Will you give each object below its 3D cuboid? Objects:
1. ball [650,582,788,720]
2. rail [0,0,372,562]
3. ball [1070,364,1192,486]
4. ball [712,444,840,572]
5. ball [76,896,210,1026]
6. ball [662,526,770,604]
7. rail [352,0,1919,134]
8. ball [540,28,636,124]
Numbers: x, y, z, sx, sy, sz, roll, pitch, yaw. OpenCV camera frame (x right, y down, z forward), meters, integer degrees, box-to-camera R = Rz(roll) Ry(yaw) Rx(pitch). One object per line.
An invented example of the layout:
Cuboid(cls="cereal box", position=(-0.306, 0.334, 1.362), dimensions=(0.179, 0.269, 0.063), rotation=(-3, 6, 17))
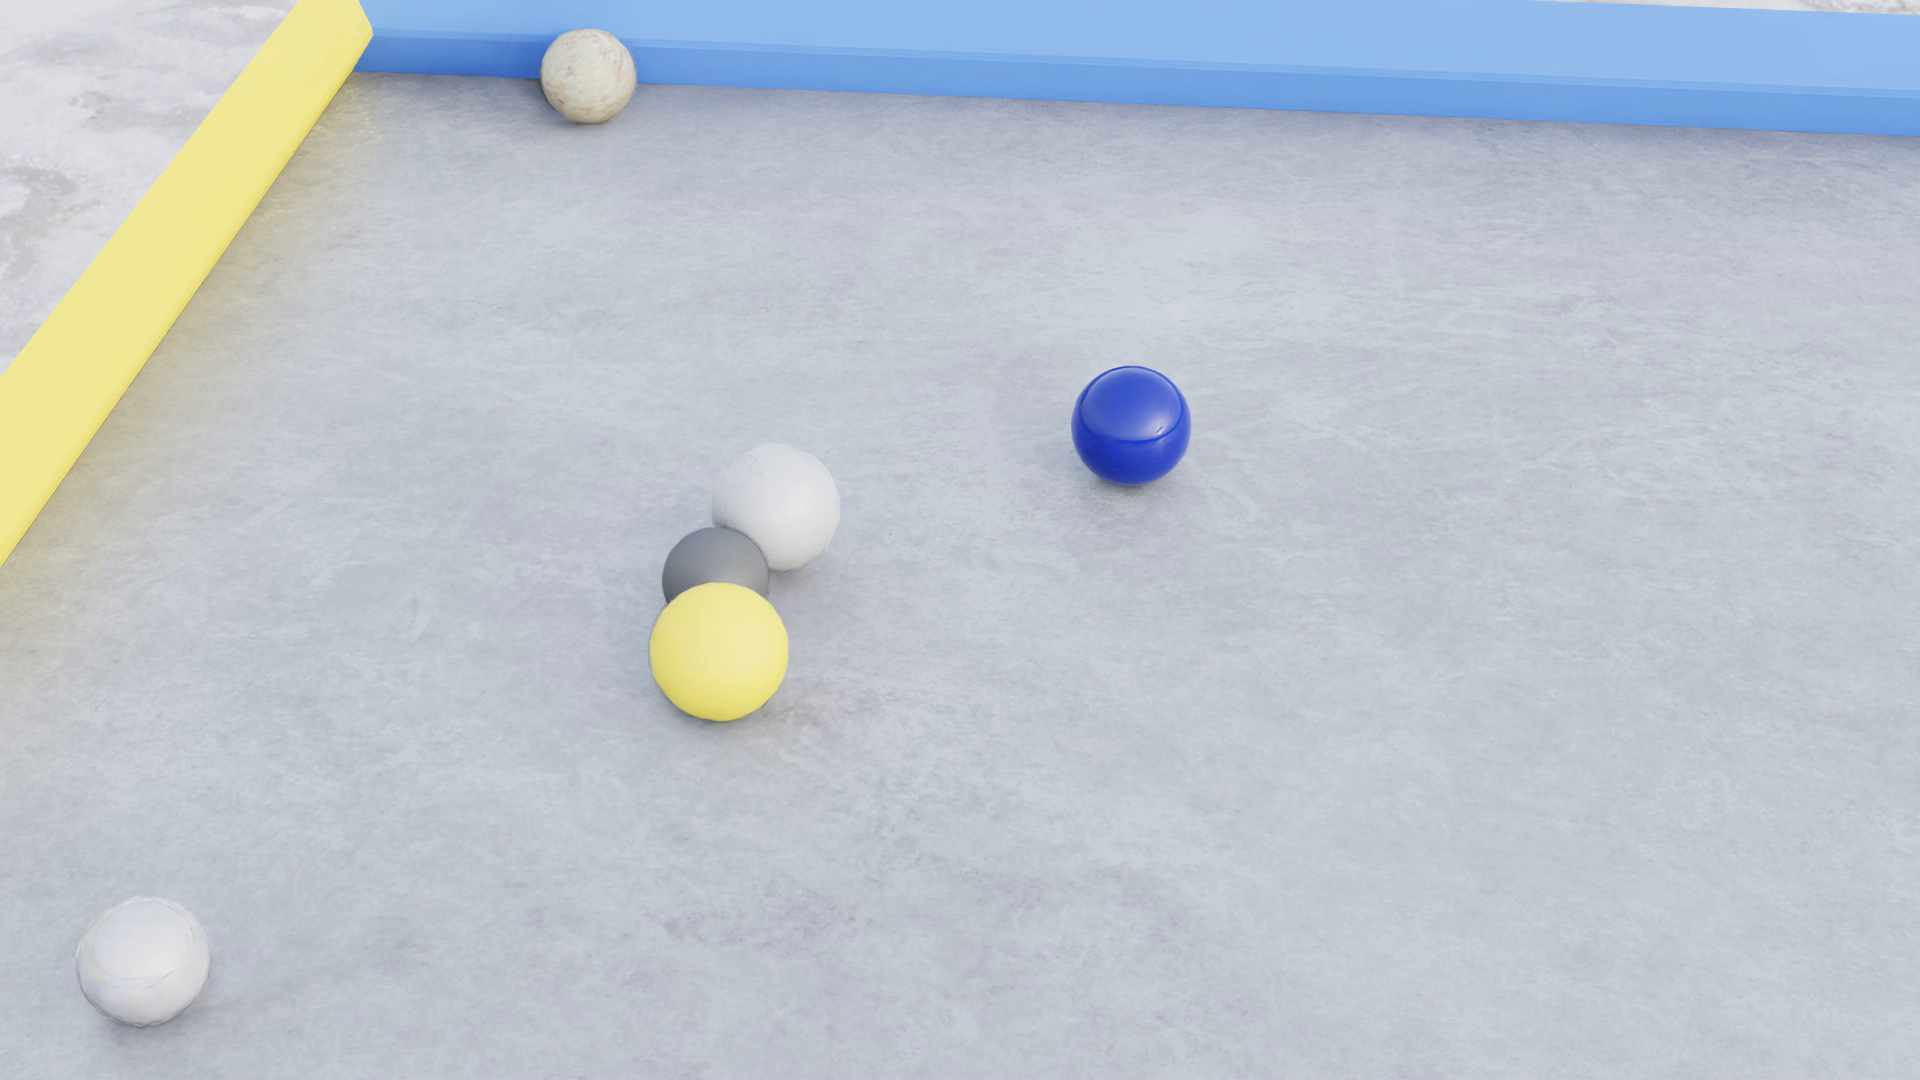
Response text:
Cuboid(cls="ball", position=(-0.168, 0.078, 1.792), dimensions=(0.097, 0.097, 0.097), rotation=(0, 34, 0))
Cuboid(cls="rail", position=(-0.708, -0.056, 1.958), dimensions=(0.045, 0.127, 1.752), rotation=(3, 35, 5))
Cuboid(cls="ball", position=(0.136, -0.091, 2.038), dimensions=(0.096, 0.096, 0.096), rotation=(0, 34, 0))
Cuboid(cls="ball", position=(-0.139, -0.024, 1.940), dimensions=(0.098, 0.098, 0.098), rotation=(0, 34, 0))
Cuboid(cls="ball", position=(-0.494, 0.254, 1.552), dimensions=(0.078, 0.078, 0.078), rotation=(0, 34, 0))
Cuboid(cls="ball", position=(-0.178, 0.030, 1.877), dimensions=(0.079, 0.079, 0.079), rotation=(0, 34, 0))
Cuboid(cls="rail", position=(0.815, -0.456, 2.540), dimensions=(2.940, 0.127, 0.045), rotation=(3, 35, 5))
Cuboid(cls="ball", position=(-0.375, -0.468, 2.588), dimensions=(0.095, 0.095, 0.095), rotation=(0, 34, 0))
